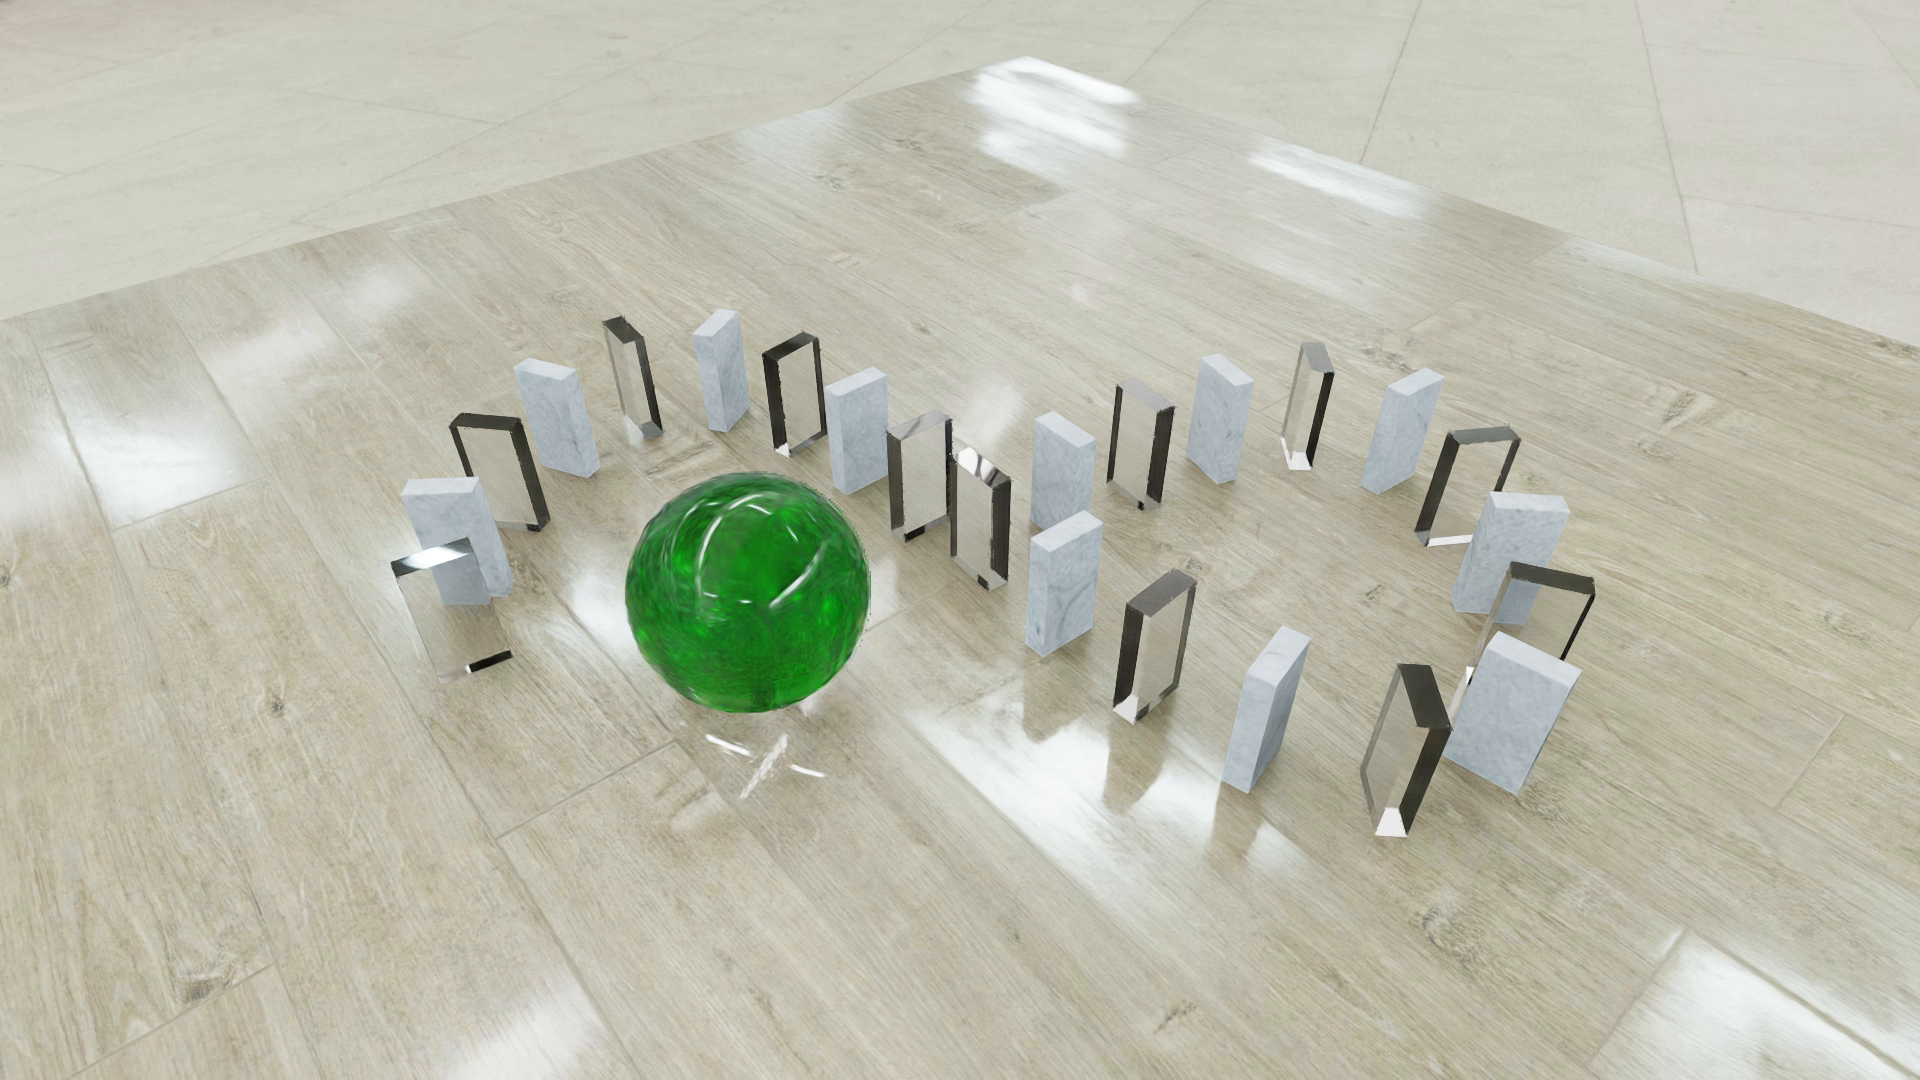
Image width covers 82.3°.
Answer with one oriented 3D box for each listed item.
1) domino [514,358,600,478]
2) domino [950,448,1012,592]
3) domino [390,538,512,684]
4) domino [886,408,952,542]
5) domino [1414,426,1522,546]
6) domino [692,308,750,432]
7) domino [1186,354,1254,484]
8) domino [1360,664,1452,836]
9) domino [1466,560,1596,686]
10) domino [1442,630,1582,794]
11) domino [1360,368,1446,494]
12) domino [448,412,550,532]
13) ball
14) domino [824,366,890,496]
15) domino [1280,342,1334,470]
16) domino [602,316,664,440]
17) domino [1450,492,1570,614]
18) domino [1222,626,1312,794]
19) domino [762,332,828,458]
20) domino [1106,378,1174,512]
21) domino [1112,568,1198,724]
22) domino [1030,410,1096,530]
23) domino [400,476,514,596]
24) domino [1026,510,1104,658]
[{"bbox_3d":[-0.174,-0.052,0.475,0.025,0.050,0.009,15,42,18],"label":"domino"},{"bbox_3d":[0.007,-0.007,0.420,0.010,0.050,0.025,-25,46,-27],"label":"domino"},{"bbox_3d":[-0.175,0.025,0.381,0.025,0.050,0.009,-21,44,-24],"label":"domino"},{"bbox_3d":[-0.016,-0.026,0.443,0.025,0.050,0.009,-27,47,-29],"label":"domino"},{"bbox_3d":[0.201,-0.021,0.437,0.025,0.050,0.009,-5,40,-6],"label":"domino"},{"bbox_3d":[-0.109,-0.078,0.507,0.010,0.050,0.025,11,41,14],"label":"domino"},{"bbox_3d":[0.112,-0.052,0.475,0.010,0.050,0.025,-16,42,-19],"label":"domino"},{"bbox_3d":[0.134,0.064,0.333,0.009,0.050,0.025,3,39,4],"label":"domino"},{"bbox_3d":[0.192,0.032,0.373,0.025,0.050,0.010,13,41,15],"label":"domino"},{"bbox_3d":[0.172,0.055,0.345,0.025,0.050,0.010,30,48,31],"label":"domino"},{"bbox_3d":[0.188,-0.046,0.467,0.025,0.050,0.009,-25,45,-27],"label":"domino"},{"bbox_3d":[-0.185,-0.027,0.444,0.025,0.050,0.009,6,40,7],"label":"domino"},{"bbox_3d":[-0.070,0.017,0.367,0.080,0.080,0.080,0,39,0],"label":"ball"},{"bbox_3d":[-0.043,-0.046,0.468,0.025,0.050,0.010,-29,48,-31],"label":"domino"},{"bbox_3d":[0.152,-0.058,0.483,0.009,0.050,0.025,2,39,3],"label":"domino"},{"bbox_3d":[-0.149,-0.074,0.501,0.009,0.050,0.025,-24,45,-27],"label":"domino"},{"bbox_3d":[0.201,0.006,0.404,0.025,0.050,0.009,4,39,5],"label":"domino"},{"bbox_3d":[0.096,0.054,0.346,0.009,0.050,0.025,26,46,28],"label":"domino"},{"bbox_3d":[-0.073,-0.064,0.490,0.009,0.050,0.025,27,46,29],"label":"domino"},{"bbox_3d":[0.075,-0.039,0.459,0.009,0.050,0.025,-23,44,-25],"label":"domino"},{"bbox_3d":[0.065,0.036,0.368,0.025,0.050,0.009,-32,49,-33],"label":"domino"},{"bbox_3d":[0.041,-0.024,0.440,0.010,0.050,0.025,-26,46,-28],"label":"domino"},{"bbox_3d":[-0.187,0.000,0.412,0.025,0.050,0.010,-2,39,-3],"label":"domino"},{"bbox_3d":[0.037,0.016,0.392,0.025,0.050,0.009,-27,46,-29],"label":"domino"}]
